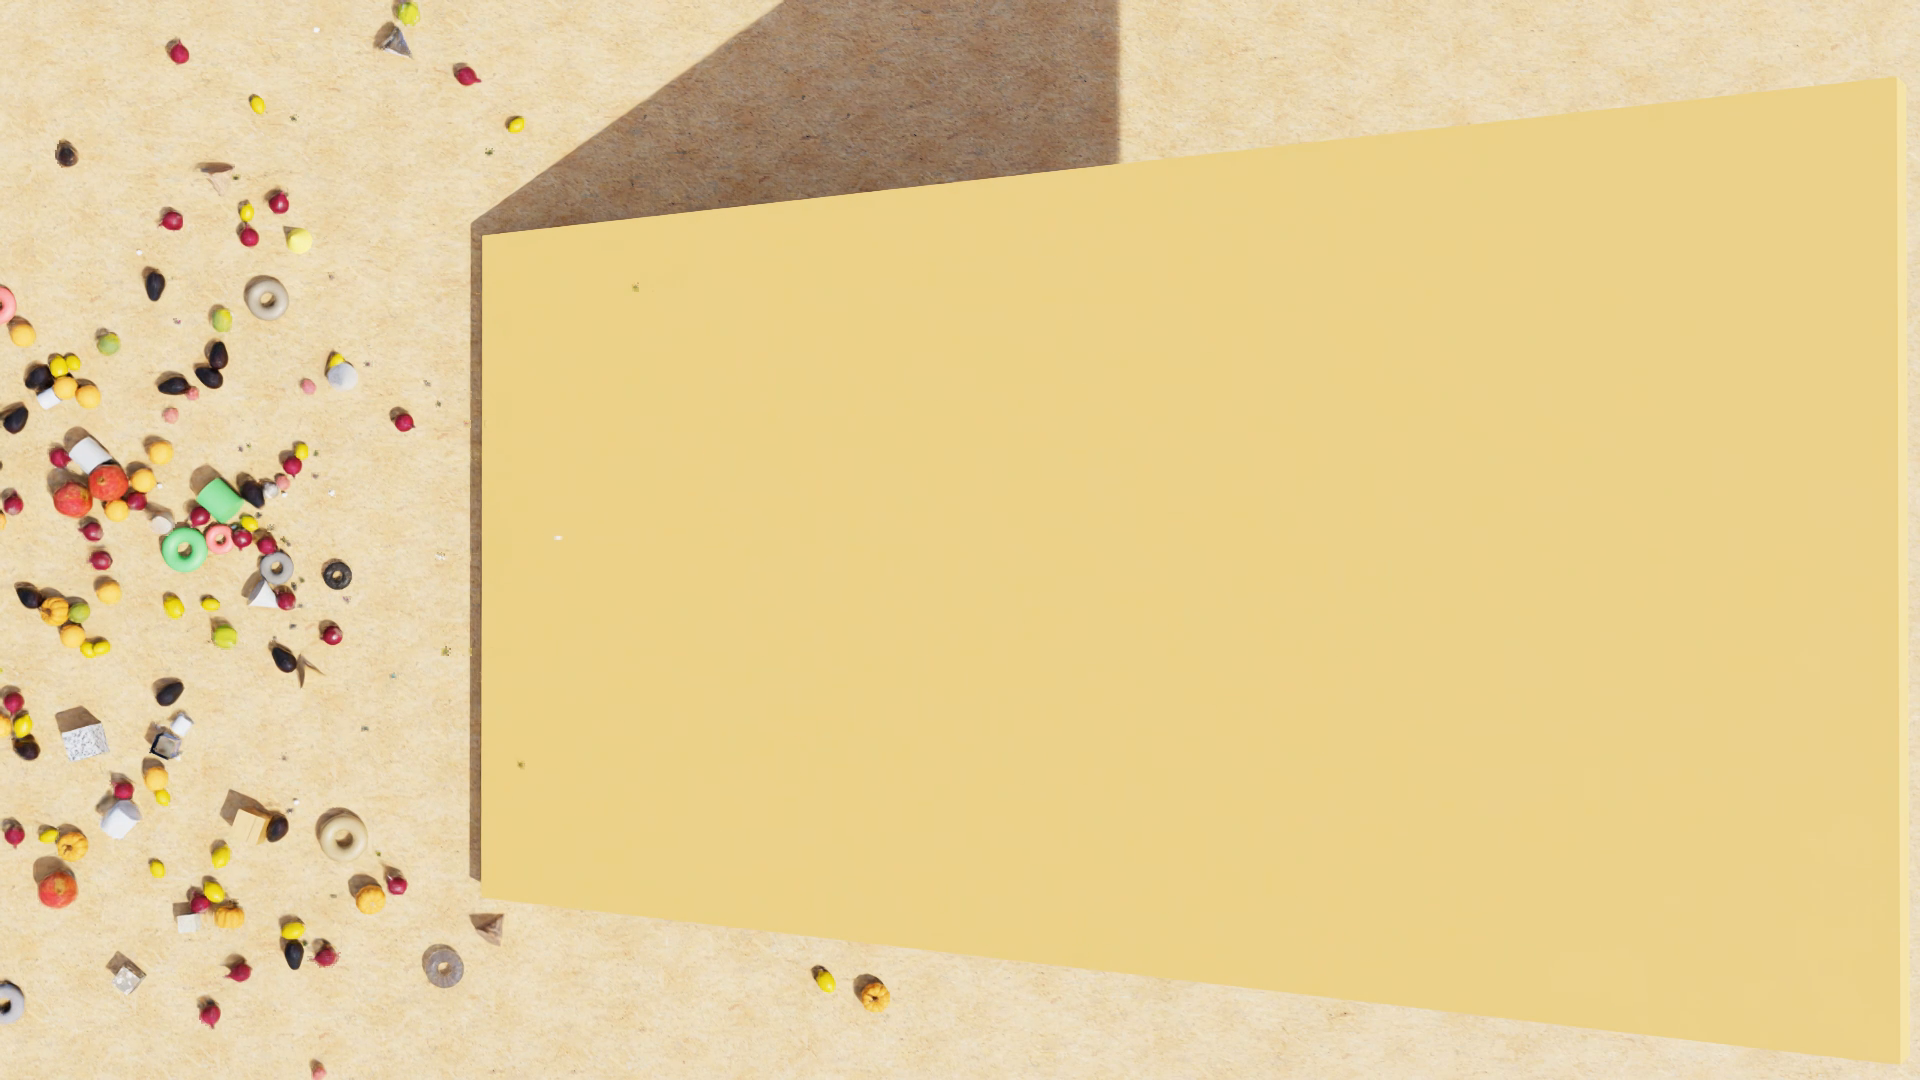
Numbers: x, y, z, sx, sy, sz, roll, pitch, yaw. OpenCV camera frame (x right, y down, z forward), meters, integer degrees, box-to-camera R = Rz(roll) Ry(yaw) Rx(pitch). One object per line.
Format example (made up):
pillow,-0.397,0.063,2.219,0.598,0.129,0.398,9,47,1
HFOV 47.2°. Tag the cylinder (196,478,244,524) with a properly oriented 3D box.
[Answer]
cylinder,-2.246,-0.120,6.681,0.098,0.098,0.098,43,90,0

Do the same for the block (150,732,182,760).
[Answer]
block,-2.416,0.628,6.693,0.061,0.061,0.061,25,90,0

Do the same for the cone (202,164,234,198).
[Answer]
cone,-2.260,-1.087,6.716,0.095,0.095,0.095,-1,116,0

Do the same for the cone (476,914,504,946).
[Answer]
cone,-1.411,1.175,6.698,0.091,0.091,0.091,32,63,0

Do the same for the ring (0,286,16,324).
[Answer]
ring,-2.941,-0.716,6.715,0.118,0.039,0.118,0,89,1

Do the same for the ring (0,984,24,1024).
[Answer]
ring,-2.909,1.413,6.697,0.120,0.040,0.120,0,88,0

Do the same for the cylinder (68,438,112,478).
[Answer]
cylinder,-2.644,-0.252,6.687,0.087,0.087,0.087,43,90,0

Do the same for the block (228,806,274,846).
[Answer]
block,-2.151,0.868,6.677,0.087,0.087,0.087,21,90,0

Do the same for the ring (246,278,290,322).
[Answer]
ring,-2.113,-0.733,6.713,0.130,0.043,0.130,0,91,-1

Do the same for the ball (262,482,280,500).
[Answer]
ball,-2.102,-0.150,6.704,0.050,0.050,0.050,0,90,0

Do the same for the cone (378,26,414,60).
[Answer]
cone,-1.708,-1.501,6.720,0.095,0.095,0.095,40,90,-26

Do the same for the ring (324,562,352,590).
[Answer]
ring,-1.899,0.110,6.713,0.087,0.029,0.087,0,89,-1

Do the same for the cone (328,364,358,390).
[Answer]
cone,-1.874,-0.482,6.673,0.089,0.089,0.089,-5,112,-12

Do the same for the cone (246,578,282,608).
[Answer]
cone,-2.105,0.183,6.705,0.097,0.097,0.097,36,90,-26

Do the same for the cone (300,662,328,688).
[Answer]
cone,-1.965,0.415,6.707,0.078,0.078,0.078,7,89,-27

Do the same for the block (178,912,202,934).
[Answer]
block,-2.345,1.164,6.692,0.052,0.052,0.052,-5,90,0

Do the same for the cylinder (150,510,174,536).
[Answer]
cylinder,-2.426,-0.054,6.689,0.059,0.059,0.059,-4,114,-8

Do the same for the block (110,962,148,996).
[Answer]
block,-2.526,1.334,6.685,0.063,0.063,0.063,38,90,0

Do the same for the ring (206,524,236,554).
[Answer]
ring,-2.257,-0.002,6.713,0.093,0.031,0.093,0,89,-2

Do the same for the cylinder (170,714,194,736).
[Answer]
cylinder,-2.368,0.563,6.698,0.050,0.050,0.050,41,90,0

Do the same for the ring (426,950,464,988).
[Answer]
ring,-1.569,1.307,6.698,0.119,0.040,0.119,0,91,0

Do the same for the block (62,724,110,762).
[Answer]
block,-2.655,0.615,6.678,0.090,0.090,0.090,-16,90,0

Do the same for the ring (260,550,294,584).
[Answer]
ring,-2.085,0.085,6.710,0.104,0.035,0.104,0,88,0

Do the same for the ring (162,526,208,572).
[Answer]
ring,-2.363,0.030,6.705,0.140,0.047,0.140,0,89,1

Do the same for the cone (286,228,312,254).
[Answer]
cone,-2.024,-0.917,6.696,0.080,0.080,0.080,0,90,0

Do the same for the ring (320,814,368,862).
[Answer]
ring,-1.876,0.908,6.696,0.148,0.049,0.148,0,90,-1

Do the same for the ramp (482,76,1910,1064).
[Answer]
ramp,0.255,0.070,5.588,4.000,0.100,2.000,0,89,33

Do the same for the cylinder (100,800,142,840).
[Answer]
cylinder,-2.545,0.848,6.671,0.085,0.085,0.085,-44,90,10
